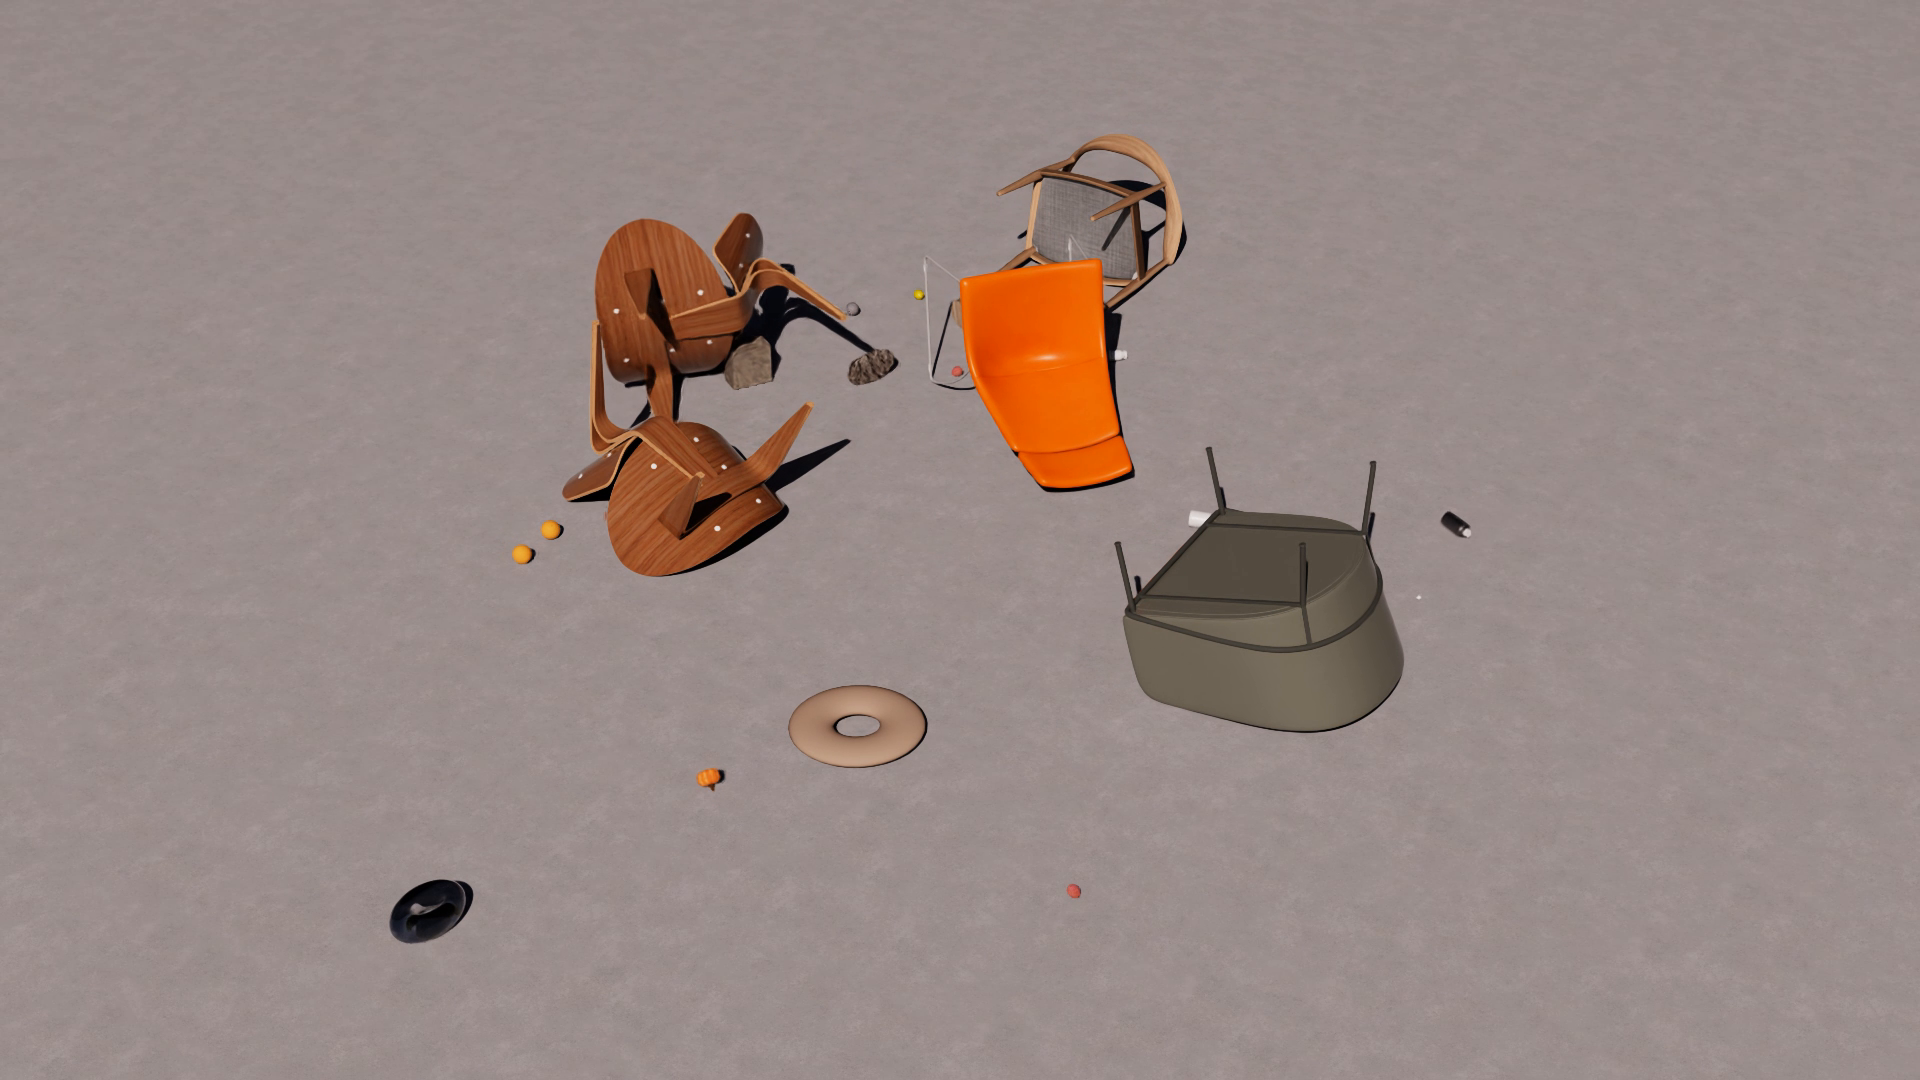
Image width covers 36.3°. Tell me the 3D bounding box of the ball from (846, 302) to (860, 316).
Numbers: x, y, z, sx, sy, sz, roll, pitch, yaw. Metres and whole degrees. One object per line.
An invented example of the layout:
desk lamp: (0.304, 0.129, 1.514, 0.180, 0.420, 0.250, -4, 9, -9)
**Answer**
ball: (-0.453, -0.975, 12.374, 0.056, 0.056, 0.056, 0, 33, 0)

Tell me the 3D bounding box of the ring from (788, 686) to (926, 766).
ring: (-0.349, 0.628, 9.932, 0.466, 0.066, 0.436, -2, 34, -2)

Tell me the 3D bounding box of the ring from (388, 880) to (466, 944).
ring: (-1.654, 1.153, 9.109, 0.186, 0.097, 0.281, 22, 38, 28)

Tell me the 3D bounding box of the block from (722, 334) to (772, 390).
block: (-0.861, -0.721, 11.885, 0.166, 0.168, 0.101, -15, 36, -21)

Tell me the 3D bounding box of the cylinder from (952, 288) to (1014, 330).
cylinder: (0.096, -0.972, 12.301, 0.211, 0.129, 0.168, -19, 25, -26)

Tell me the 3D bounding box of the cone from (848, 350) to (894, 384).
cone: (-0.403, -0.718, 11.980, 0.224, 0.118, 0.179, -30, 23, -21)

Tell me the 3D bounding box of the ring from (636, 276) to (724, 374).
ring: (-1.131, -0.866, 11.860, 0.405, 0.484, 0.165, -38, 65, -20)
